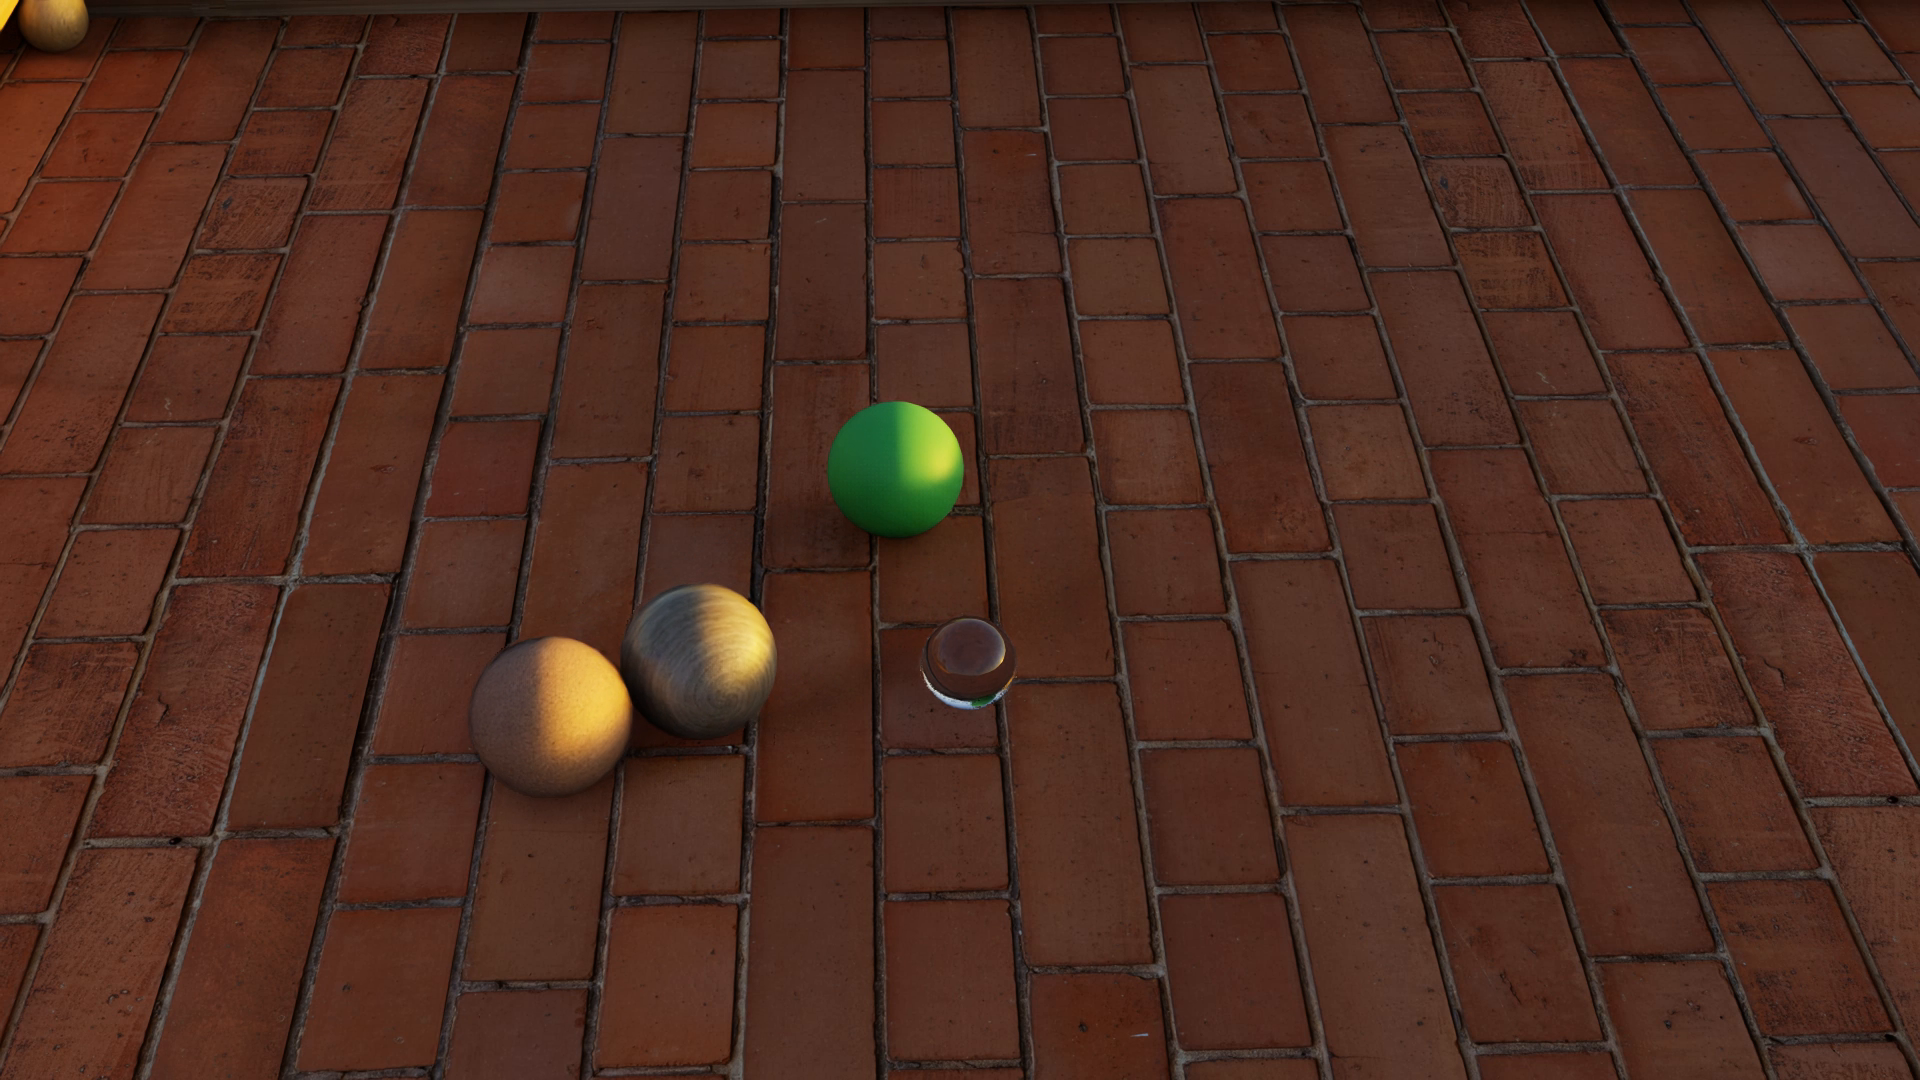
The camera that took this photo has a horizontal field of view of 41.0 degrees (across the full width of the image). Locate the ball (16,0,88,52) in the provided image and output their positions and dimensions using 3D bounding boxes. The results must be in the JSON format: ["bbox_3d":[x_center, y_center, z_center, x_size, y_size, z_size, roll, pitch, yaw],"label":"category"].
[{"bbox_3d":[-0.818,-0.471,2.313,0.062,0.062,0.062,0,36,0],"label":"ball"}]

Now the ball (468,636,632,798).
[{"bbox_3d":[-0.238,0.103,1.495,0.094,0.094,0.094,0,36,0],"label":"ball"}]

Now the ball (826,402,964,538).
[{"bbox_3d":[-0.043,-0.047,1.703,0.091,0.091,0.091,0,36,0],"label":"ball"}]

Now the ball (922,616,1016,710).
[{"bbox_3d":[0.005,0.075,1.564,0.057,0.057,0.057,0,36,0],"label":"ball"}]

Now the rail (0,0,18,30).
[{"bbox_3d":[-0.829,-0.001,1.613,0.045,0.122,1.821,-1,36,-2],"label":"rail"}]

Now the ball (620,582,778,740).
[{"bbox_3d":[-0.157,0.072,1.537,0.094,0.094,0.094,0,36,0],"label":"ball"}]

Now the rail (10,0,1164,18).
[{"bbox_3d":[0.822,-0.556,2.378,3.414,0.122,0.045,-1,36,-2],"label":"rail"}]
